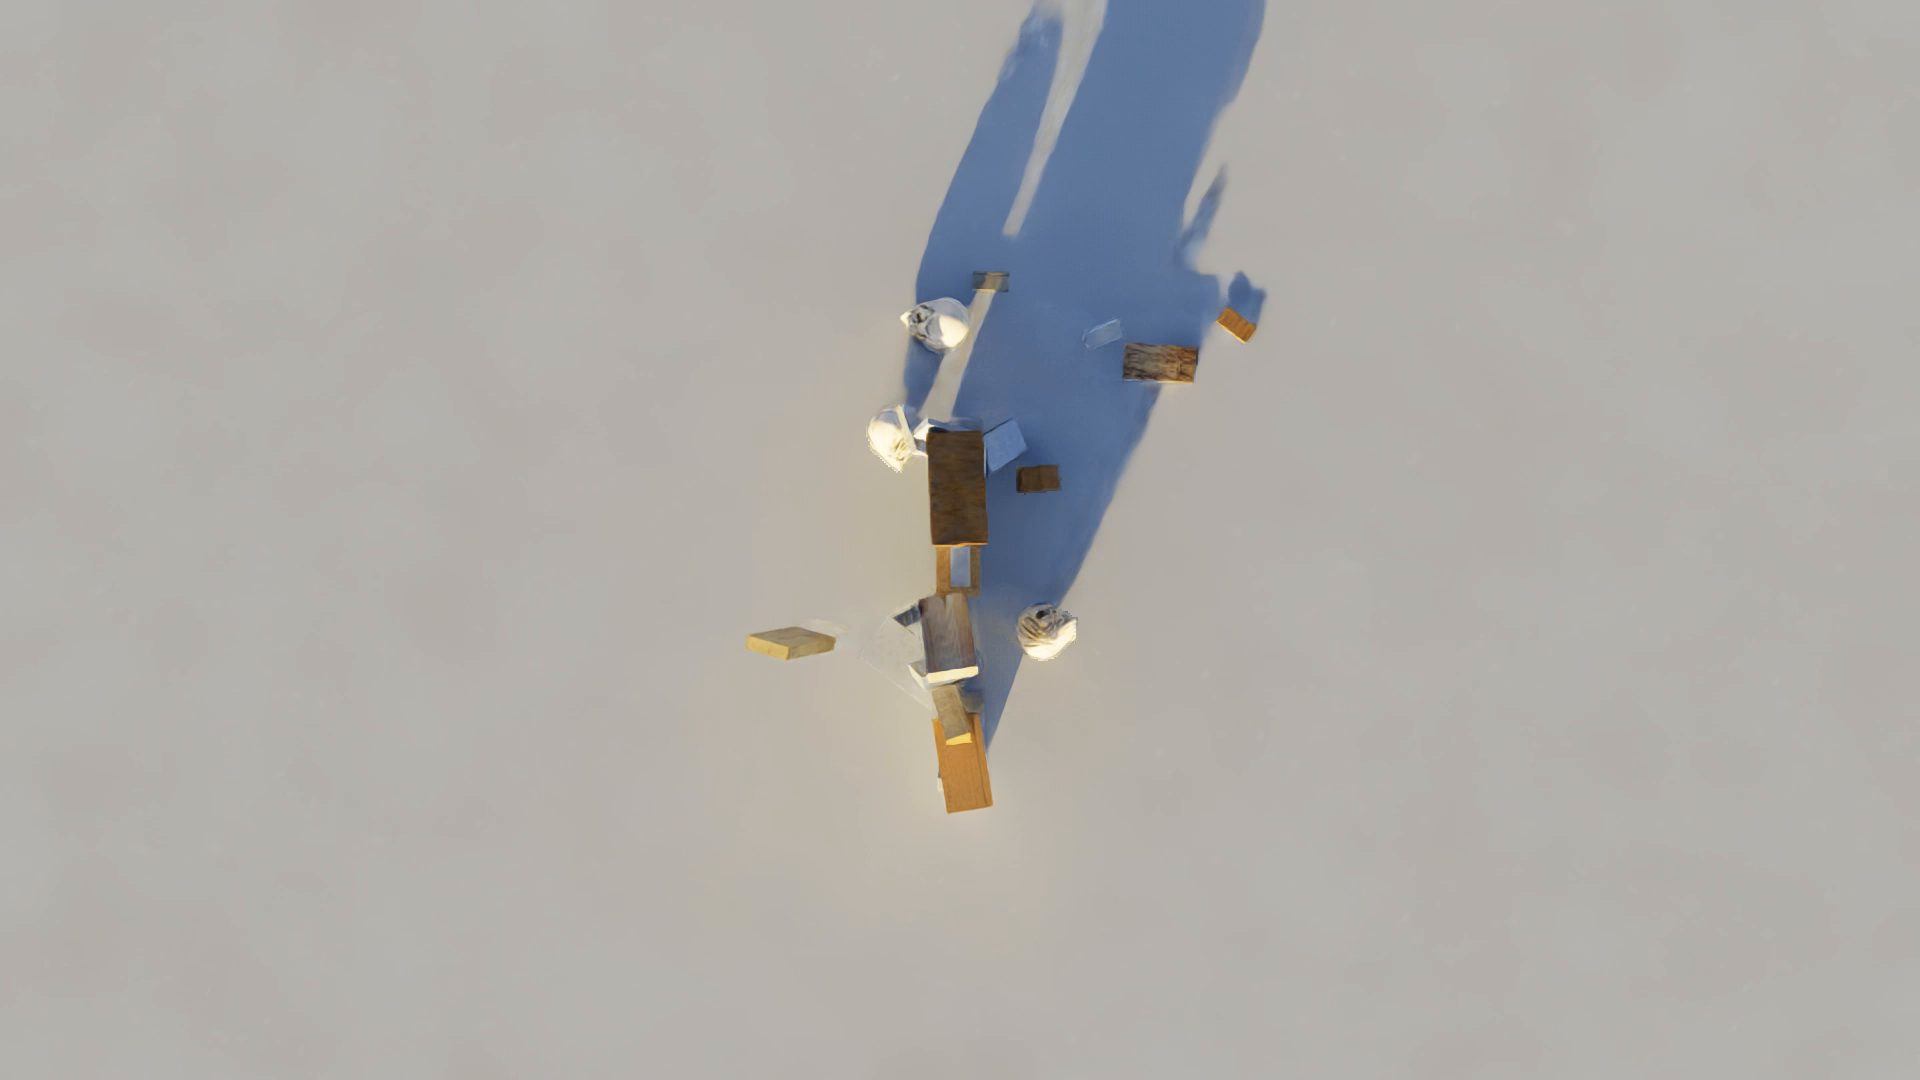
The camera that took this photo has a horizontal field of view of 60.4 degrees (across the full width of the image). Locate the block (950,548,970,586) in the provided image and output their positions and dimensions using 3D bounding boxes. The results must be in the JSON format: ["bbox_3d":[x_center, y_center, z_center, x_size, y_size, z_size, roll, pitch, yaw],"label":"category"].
[{"bbox_3d":[0.002,0.083,5.054,0.060,0.017,0.120,0,90,0],"label":"block"}]

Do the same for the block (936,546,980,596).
[{"bbox_3d":[-0.005,0.039,5.203,0.138,0.039,0.275,0,90,0],"label":"block"}]

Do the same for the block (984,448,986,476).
[{"bbox_3d":[-0.006,-0.187,5.117,0.166,0.440,0.047,-17,70,-5],"label":"block"}]

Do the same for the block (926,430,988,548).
[{"bbox_3d":[-0.008,-0.150,4.840,0.166,0.047,0.332,-3,82,0],"label":"block"}]

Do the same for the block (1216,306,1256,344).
[{"bbox_3d":[0.920,-0.717,5.491,0.123,0.017,0.062,38,90,0],"label":"block"}]

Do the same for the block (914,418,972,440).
[{"bbox_3d":[-0.050,-0.316,4.903,0.159,0.080,0.023,13,58,-30],"label":"block"}]

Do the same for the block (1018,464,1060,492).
[{"bbox_3d":[0.259,-0.204,5.433,0.159,0.023,0.080,-7,96,-38],"label":"block"}]

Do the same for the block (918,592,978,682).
[{"bbox_3d":[-0.036,0.286,4.890,0.146,0.041,0.292,-9,46,0],"label":"block"}]

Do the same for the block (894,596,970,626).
[{"bbox_3d":[-0.093,0.218,5.322,0.159,0.318,0.045,-27,87,29],"label":"block"}]

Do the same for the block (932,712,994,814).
[{"bbox_3d":[0.009,0.700,5.180,0.148,0.042,0.296,-9,90,0],"label":"block"}]

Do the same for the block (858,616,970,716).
[{"bbox_3d":[-0.142,0.395,5.163,0.318,0.045,0.159,36,91,4],"label":"block"}]

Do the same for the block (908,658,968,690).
[{"bbox_3d":[-0.062,0.391,4.978,0.146,0.293,0.041,-18,96,-8],"label":"block"}]

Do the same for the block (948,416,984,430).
[{"bbox_3d":[0.013,-0.310,5.405,0.117,0.033,0.233,4,47,-1],"label":"block"}]

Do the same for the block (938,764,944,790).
[{"bbox_3d":[0.004,0.753,5.350,0.148,0.296,0.042,0,97,0],"label":"block"}]

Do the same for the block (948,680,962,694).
[{"bbox_3d":[-0.033,0.465,5.053,0.077,0.154,0.022,-32,93,3],"label":"block"}]

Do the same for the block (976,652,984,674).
[{"bbox_3d":[-0.014,0.415,5.336,0.159,0.318,0.045,-13,90,4],"label":"block"}]

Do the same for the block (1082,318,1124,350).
[{"bbox_3d":[0.475,-0.683,5.474,0.123,0.017,0.062,-22,126,0],"label":"block"}]

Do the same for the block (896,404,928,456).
[{"bbox_3d":[-0.142,-0.336,5.066,0.023,0.080,0.159,-28,73,30],"label":"block"}]

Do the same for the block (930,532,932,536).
[{"bbox_3d":[-0.003,-0.031,5.016,0.166,0.332,0.047,0,87,0],"label":"block"}]

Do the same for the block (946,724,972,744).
[{"bbox_3d":[-0.006,0.598,5.071,0.077,0.179,0.022,-5,72,0],"label":"block"}]

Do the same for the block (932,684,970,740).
[{"bbox_3d":[-0.027,0.517,4.968,0.077,0.022,0.154,-17,93,2],"label":"block"}]

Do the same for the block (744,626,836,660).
[{"bbox_3d":[-0.518,0.316,5.060,0.146,0.293,0.041,14,98,23],"label":"block"}]

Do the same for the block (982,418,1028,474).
[{"bbox_3d":[0.130,-0.308,5.392,0.033,0.233,0.117,-17,100,38],"label":"block"}]

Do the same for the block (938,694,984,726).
[{"bbox_3d":[0.004,0.552,5.351,0.148,0.296,0.042,0,96,0],"label":"block"}]

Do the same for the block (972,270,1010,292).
[{"bbox_3d":[0.102,-0.863,5.491,0.123,0.017,0.062,3,90,0],"label":"block"}]

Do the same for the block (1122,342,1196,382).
[{"bbox_3d":[0.662,-0.589,5.483,0.233,0.033,0.117,4,90,0],"label":"block"}]
